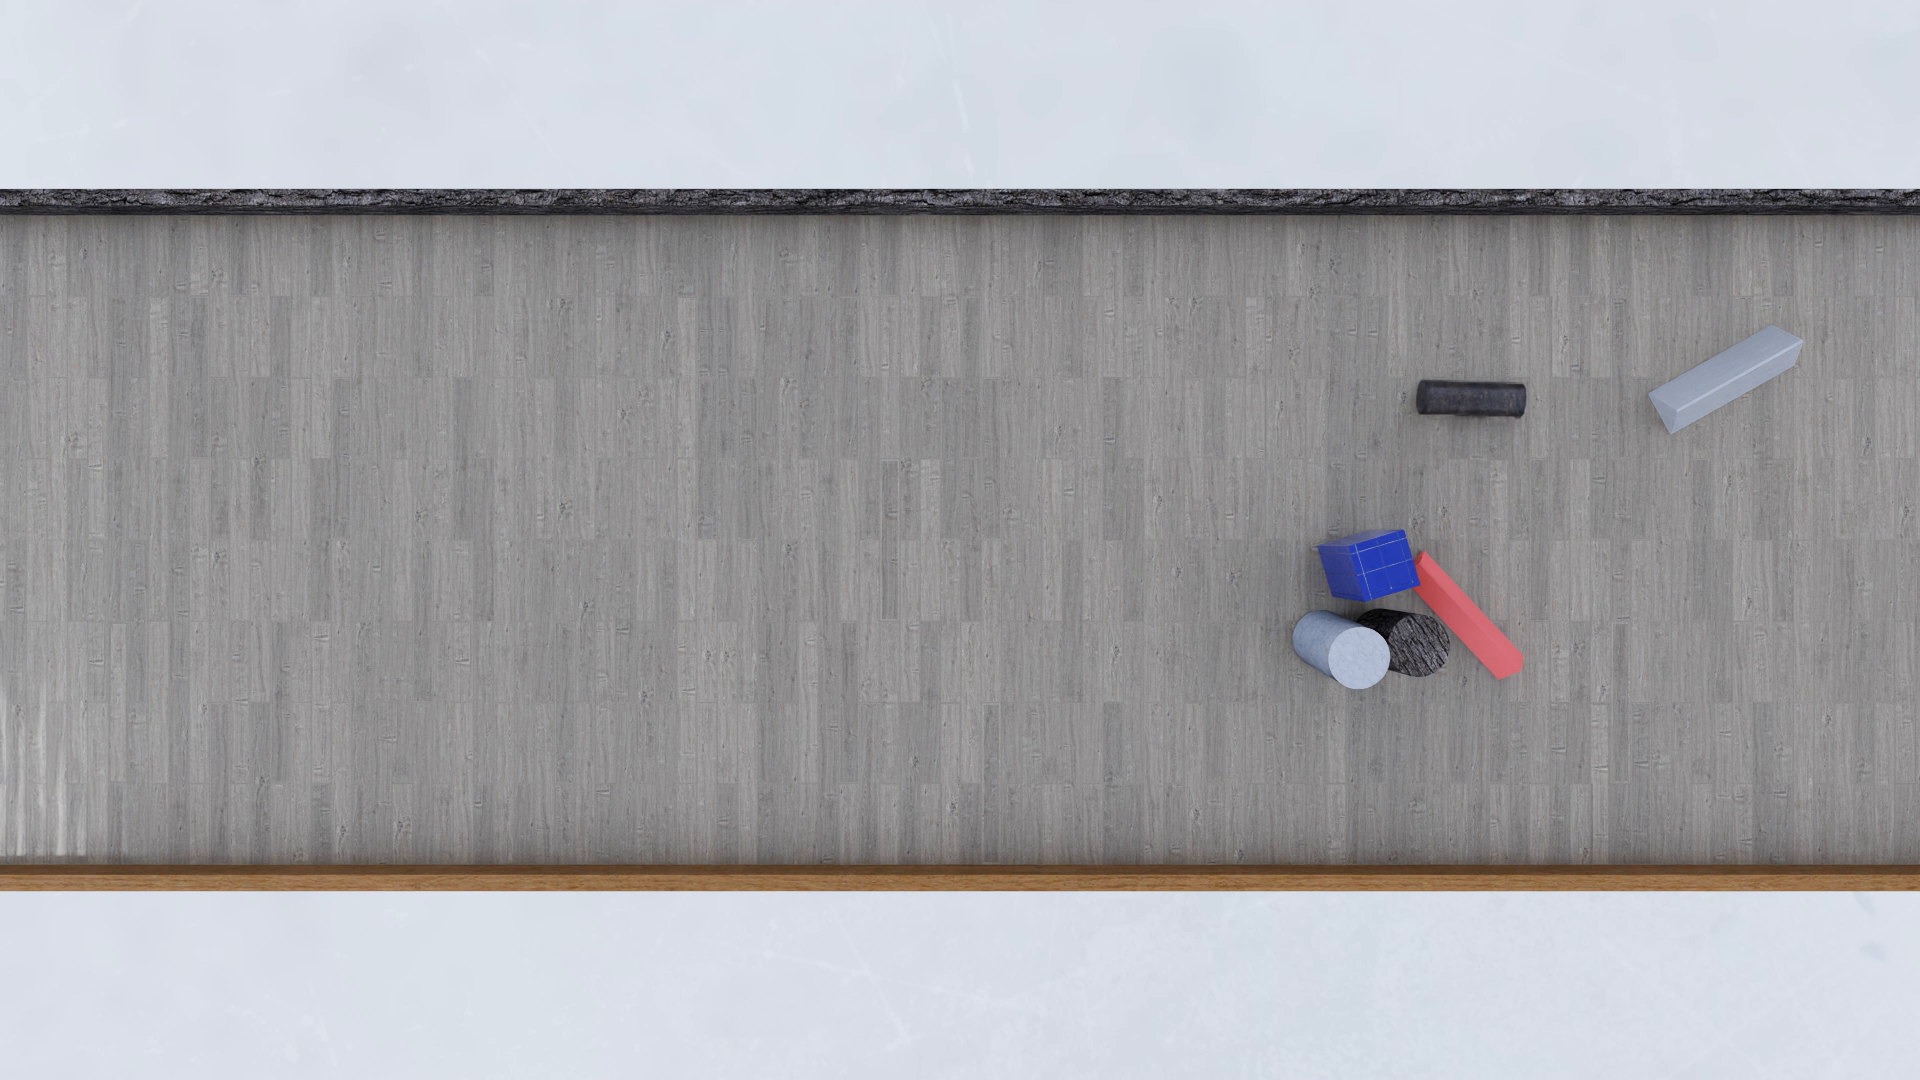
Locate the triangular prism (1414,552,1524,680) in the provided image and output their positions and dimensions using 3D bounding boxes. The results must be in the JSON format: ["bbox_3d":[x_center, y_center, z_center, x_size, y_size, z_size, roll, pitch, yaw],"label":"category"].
[{"bbox_3d":[1.542,0.231,5.029,0.104,0.090,0.447,-43,90,0],"label":"triangular prism"}]

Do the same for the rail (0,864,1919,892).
[{"bbox_3d":[-2.247,1.025,5.001,12.000,0.150,0.050,0,90,0],"label":"rail"}]

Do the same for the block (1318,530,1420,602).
[{"bbox_3d":[1.201,0.073,4.872,0.165,0.409,0.165,-17,90,0],"label":"block"}]

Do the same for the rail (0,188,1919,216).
[{"bbox_3d":[-2.247,-1.025,5.002,12.000,0.150,0.050,0,90,0],"label":"rail"}]

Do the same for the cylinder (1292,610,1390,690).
[{"bbox_3d":[1.121,0.319,4.870,0.178,0.397,0.178,0,95,-3],"label":"cylinder"}]

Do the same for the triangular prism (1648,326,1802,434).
[{"bbox_3d":[2.341,-0.493,5.012,0.434,0.123,0.142,-29,90,0],"label":"triangular prism"}]

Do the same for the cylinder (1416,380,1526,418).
[{"bbox_3d":[1.556,-0.429,5.025,0.304,0.102,0.102,2,90,0],"label":"cylinder"}]

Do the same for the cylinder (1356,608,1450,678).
[{"bbox_3d":[1.300,0.300,4.887,0.179,0.371,0.179,0,90,-3],"label":"cylinder"}]
